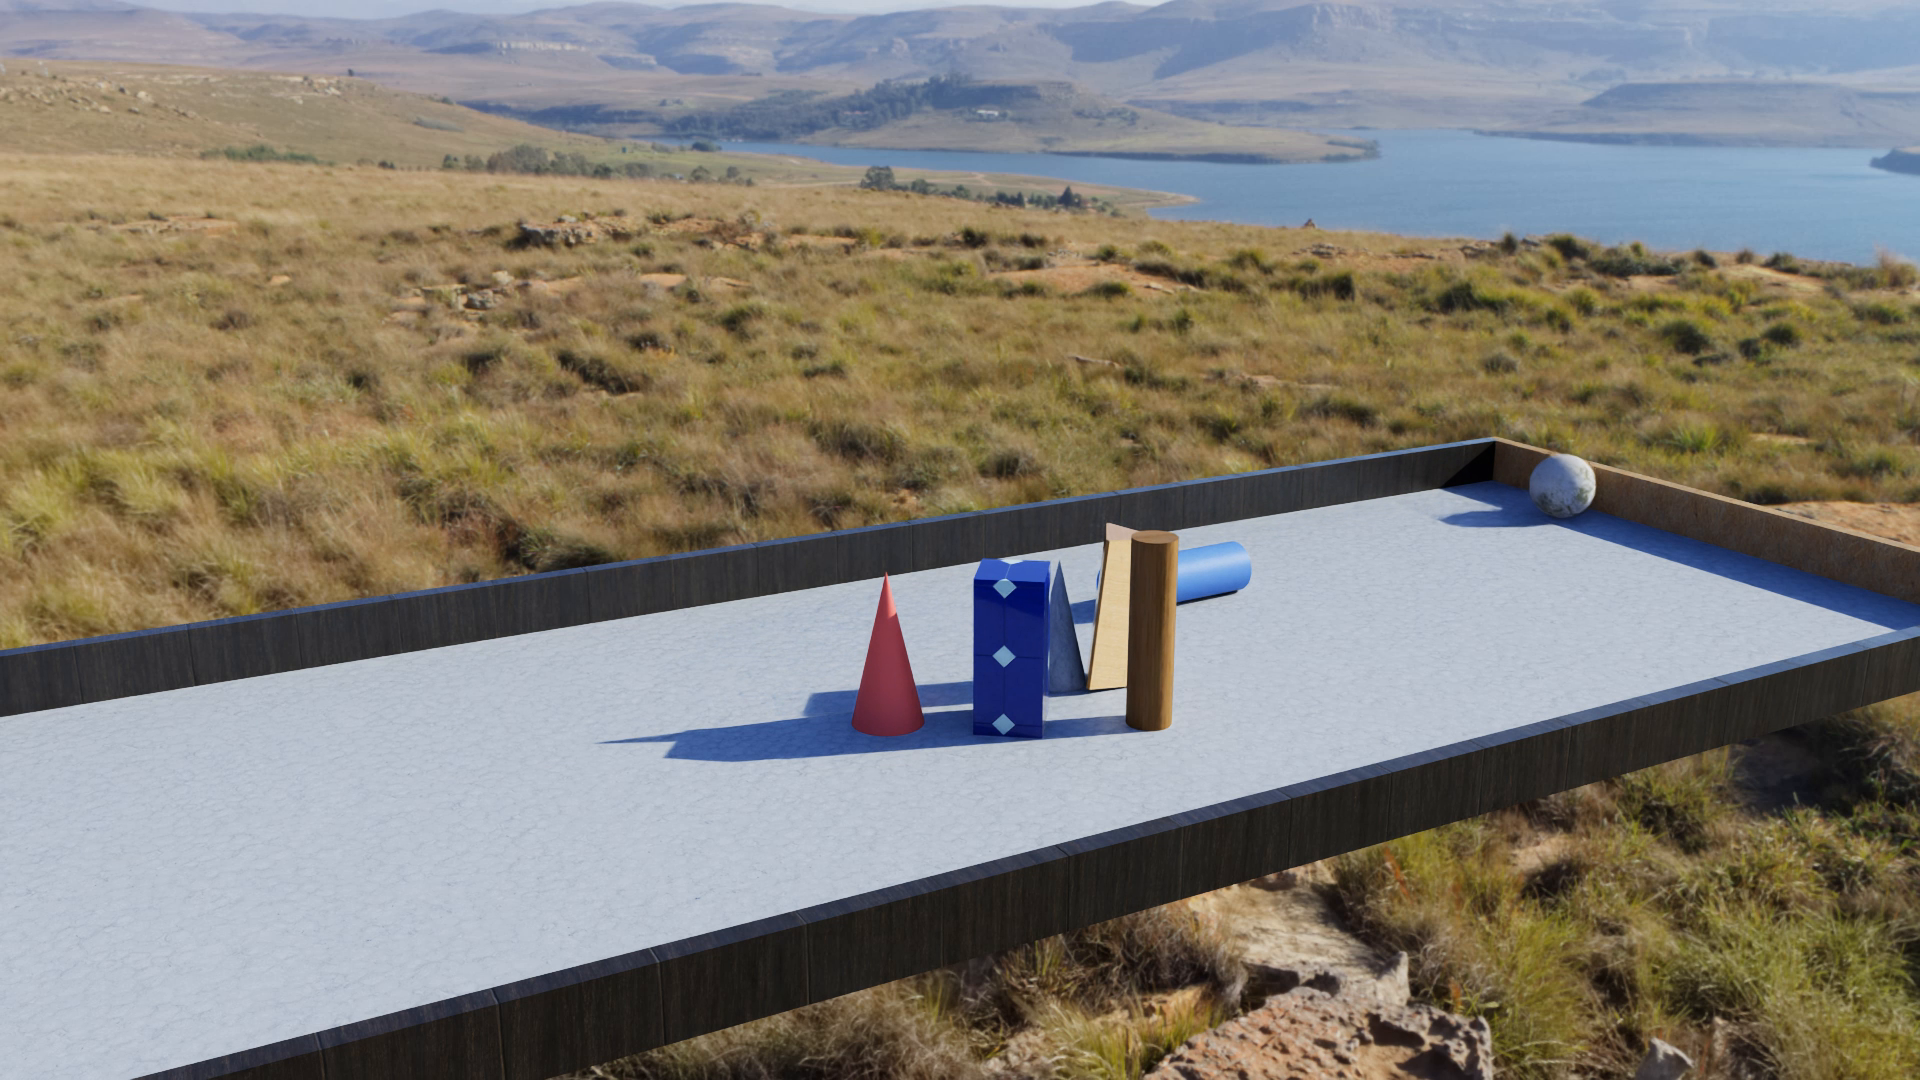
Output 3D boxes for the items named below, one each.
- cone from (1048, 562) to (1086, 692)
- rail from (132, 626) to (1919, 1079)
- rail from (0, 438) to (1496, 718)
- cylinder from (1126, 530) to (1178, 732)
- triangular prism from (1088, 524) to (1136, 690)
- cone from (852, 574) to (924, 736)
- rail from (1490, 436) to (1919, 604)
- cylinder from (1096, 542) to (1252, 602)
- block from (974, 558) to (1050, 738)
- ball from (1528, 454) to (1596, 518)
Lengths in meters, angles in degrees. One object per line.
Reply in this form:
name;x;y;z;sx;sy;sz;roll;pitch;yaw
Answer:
cone;0.245;0.201;4.097;0.146;0.323;0.146;0;16;0
rail;-2.336;1.006;1.665;12.000;0.150;0.050;-9;18;-27
rail;-3.305;0.497;3.399;12.000;0.150;0.050;-9;18;-27
cylinder;0.445;0.211;3.827;0.108;0.456;0.108;0;16;0
triangular prism;0.375;0.161;4.092;0.153;0.385;0.133;-2;19;-26
cone;-0.170;0.250;3.841;0.173;0.373;0.173;0;16;0
rail;2.466;-0.048;5.253;0.050;0.150;2.100;-9;18;-27
cylinder;0.617;0.107;4.735;0.446;0.145;0.145;-9;19;-29
block;0.121;0.250;3.831;0.161;0.379;0.161;2;17;8
ball;2.046;-0.185;5.600;0.216;0.216;0.216;0;16;0
